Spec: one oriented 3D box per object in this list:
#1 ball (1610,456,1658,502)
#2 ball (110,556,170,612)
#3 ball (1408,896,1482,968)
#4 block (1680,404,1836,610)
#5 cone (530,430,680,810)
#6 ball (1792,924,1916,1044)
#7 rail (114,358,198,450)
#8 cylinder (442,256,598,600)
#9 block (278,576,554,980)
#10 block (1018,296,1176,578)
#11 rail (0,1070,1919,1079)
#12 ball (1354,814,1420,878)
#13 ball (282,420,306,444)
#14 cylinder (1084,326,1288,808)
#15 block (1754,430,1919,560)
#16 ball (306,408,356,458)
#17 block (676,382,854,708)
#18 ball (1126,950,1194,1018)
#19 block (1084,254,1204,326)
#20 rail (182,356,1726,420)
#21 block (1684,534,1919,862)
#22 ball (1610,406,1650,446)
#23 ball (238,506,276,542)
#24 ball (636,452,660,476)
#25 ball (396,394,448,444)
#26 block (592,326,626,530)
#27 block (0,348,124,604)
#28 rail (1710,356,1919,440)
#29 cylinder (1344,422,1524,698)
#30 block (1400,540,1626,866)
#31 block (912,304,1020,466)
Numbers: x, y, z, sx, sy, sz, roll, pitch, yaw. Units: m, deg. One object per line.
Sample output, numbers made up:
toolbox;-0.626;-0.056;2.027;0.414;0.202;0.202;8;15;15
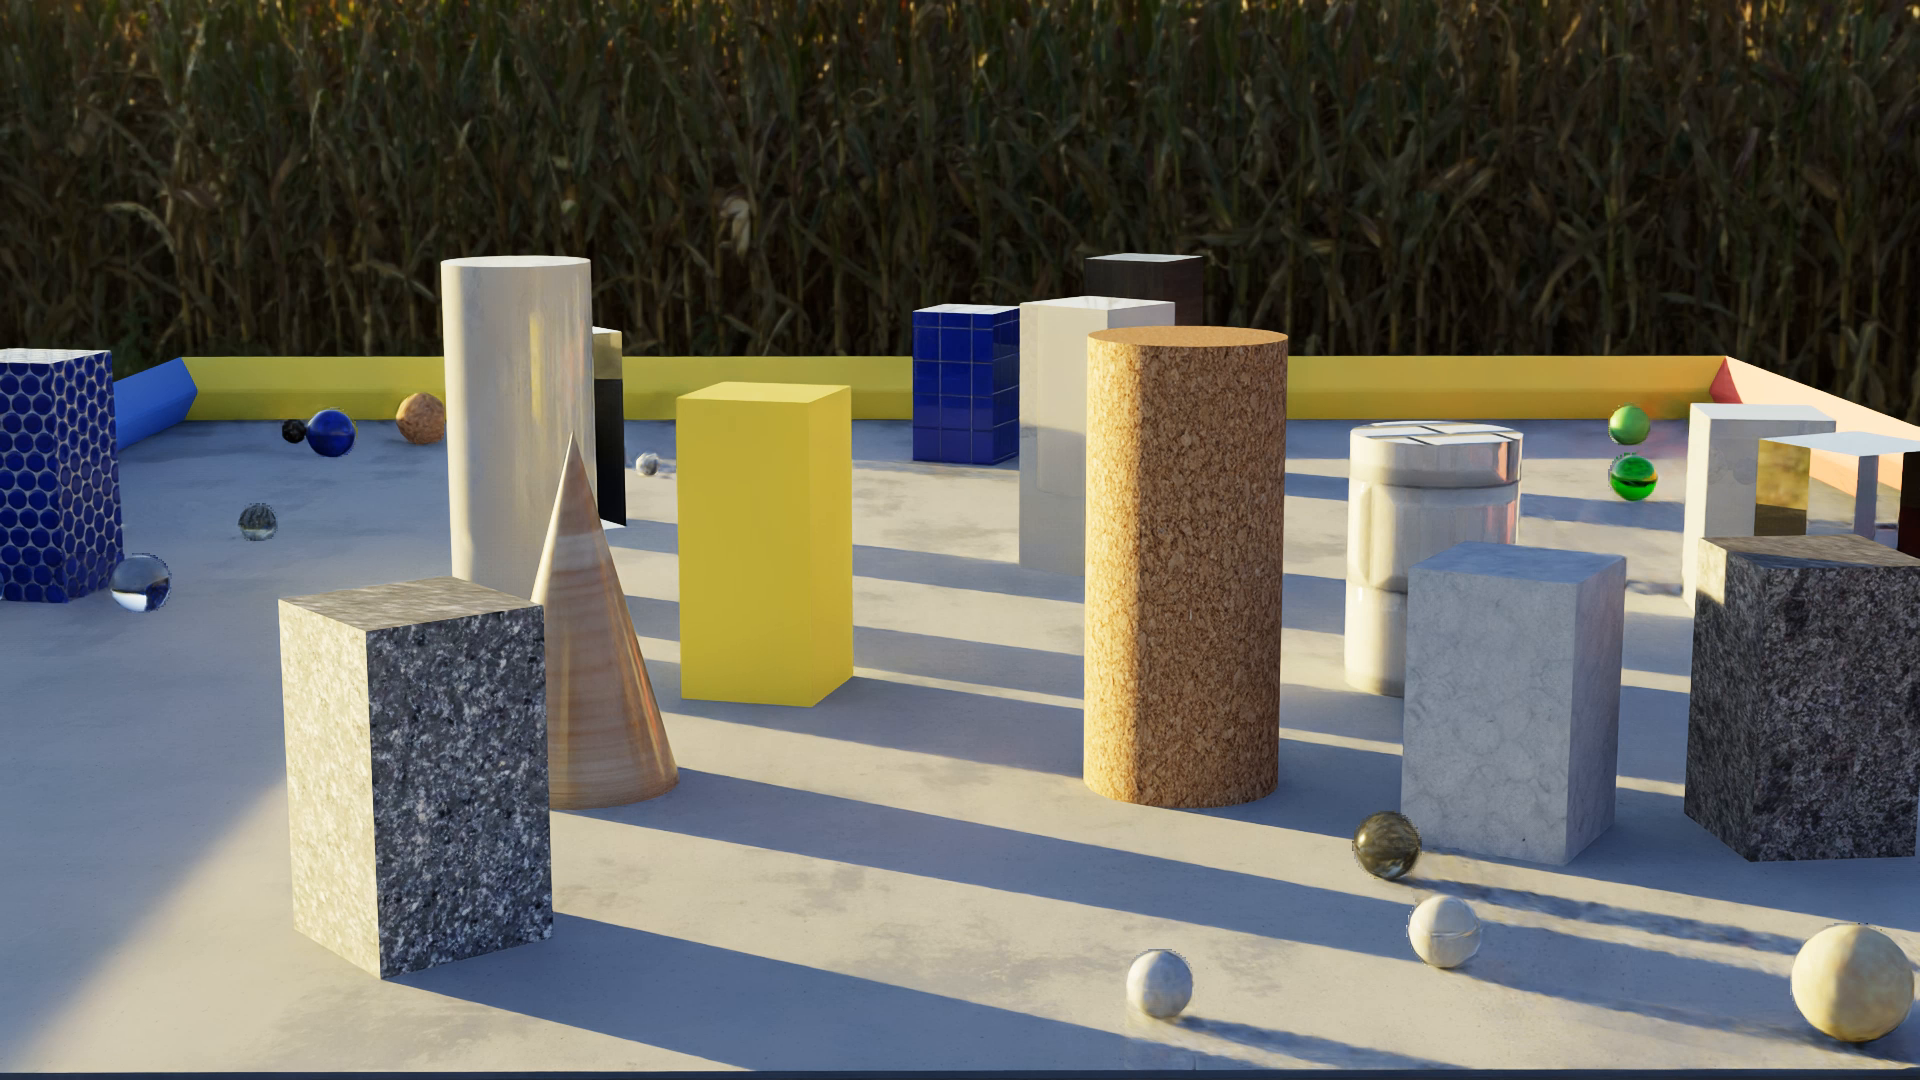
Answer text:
ball;1.141;-0.105;4.344;0.078;0.078;0.078;0;10;0
ball;-1.105;0.059;3.458;0.077;0.077;0.077;0;10;0
ball;0.397;0.320;2.099;0.058;0.058;0.058;0;10;0
block;1.075;-0.039;3.462;0.160;0.270;0.160;1;11;6
cone;-0.389;0.069;2.610;0.200;0.366;0.200;0;10;0
ball;0.674;0.335;1.937;0.088;0.088;0.088;0;10;0
rail;-1.585;0.035;3.440;0.045;0.130;3.859;0;10;0
cylinder;-0.598;-0.146;3.501;0.200;0.467;0.200;0;10;0
block;-0.457;0.193;2.157;0.160;0.288;0.160;-8;13;-38
block;0.200;-0.153;3.755;0.160;0.388;0.160;9;14;40
rail;0.011;0.380;1.574;3.216;0.130;0.045;0;10;0
ball;0.388;0.278;2.328;0.059;0.059;0.059;0;10;0
ball;-1.302;-0.213;5.014;0.047;0.047;0.047;0;10;0
cylinder;0.228;0.022;2.606;0.200;0.460;0.200;0;10;0
block;1.078;0.021;3.106;0.160;0.280;0.160;-5;12;-26
ball;-1.184;-0.201;4.832;0.091;0.091;0.091;0;10;0
block;-0.227;0.001;3.016;0.160;0.353;0.160;3;11;15
ball;0.155;0.344;1.987;0.052;0.052;0.052;0;10;0
block;0.334;-0.323;4.683;0.160;0.384;0.160;6;12;31
rail;-0.011;-0.313;5.323;3.216;0.130;0.045;0;10;0
block;0.803;0.146;2.439;0.160;0.277;0.160;-1;11;-6
ball;1.300;-0.221;4.978;0.077;0.077;0.077;0;10;0
ball;-1.090;-0.026;3.980;0.056;0.056;0.056;0;10;0
ball;-0.561;-0.136;4.613;0.042;0.042;0.042;0;10;0
ball;-1.045;-0.236;4.992;0.100;0.100;0.100;0;10;0
block;-0.646;-0.179;4.097;0.160;0.313;0.160;-7;13;-35
block;-1.291;-0.093;3.584;0.160;0.331;0.160;2;11;12
rail;1.585;0.032;3.458;0.045;0.130;3.859;0;10;0
cylinder;0.562;0.021;3.052;0.200;0.300;0.200;0;10;0
block;0.528;0.151;2.448;0.160;0.265;0.160;6;12;30
block;0.016;-0.293;4.809;0.160;0.280;0.160;4;11;21
